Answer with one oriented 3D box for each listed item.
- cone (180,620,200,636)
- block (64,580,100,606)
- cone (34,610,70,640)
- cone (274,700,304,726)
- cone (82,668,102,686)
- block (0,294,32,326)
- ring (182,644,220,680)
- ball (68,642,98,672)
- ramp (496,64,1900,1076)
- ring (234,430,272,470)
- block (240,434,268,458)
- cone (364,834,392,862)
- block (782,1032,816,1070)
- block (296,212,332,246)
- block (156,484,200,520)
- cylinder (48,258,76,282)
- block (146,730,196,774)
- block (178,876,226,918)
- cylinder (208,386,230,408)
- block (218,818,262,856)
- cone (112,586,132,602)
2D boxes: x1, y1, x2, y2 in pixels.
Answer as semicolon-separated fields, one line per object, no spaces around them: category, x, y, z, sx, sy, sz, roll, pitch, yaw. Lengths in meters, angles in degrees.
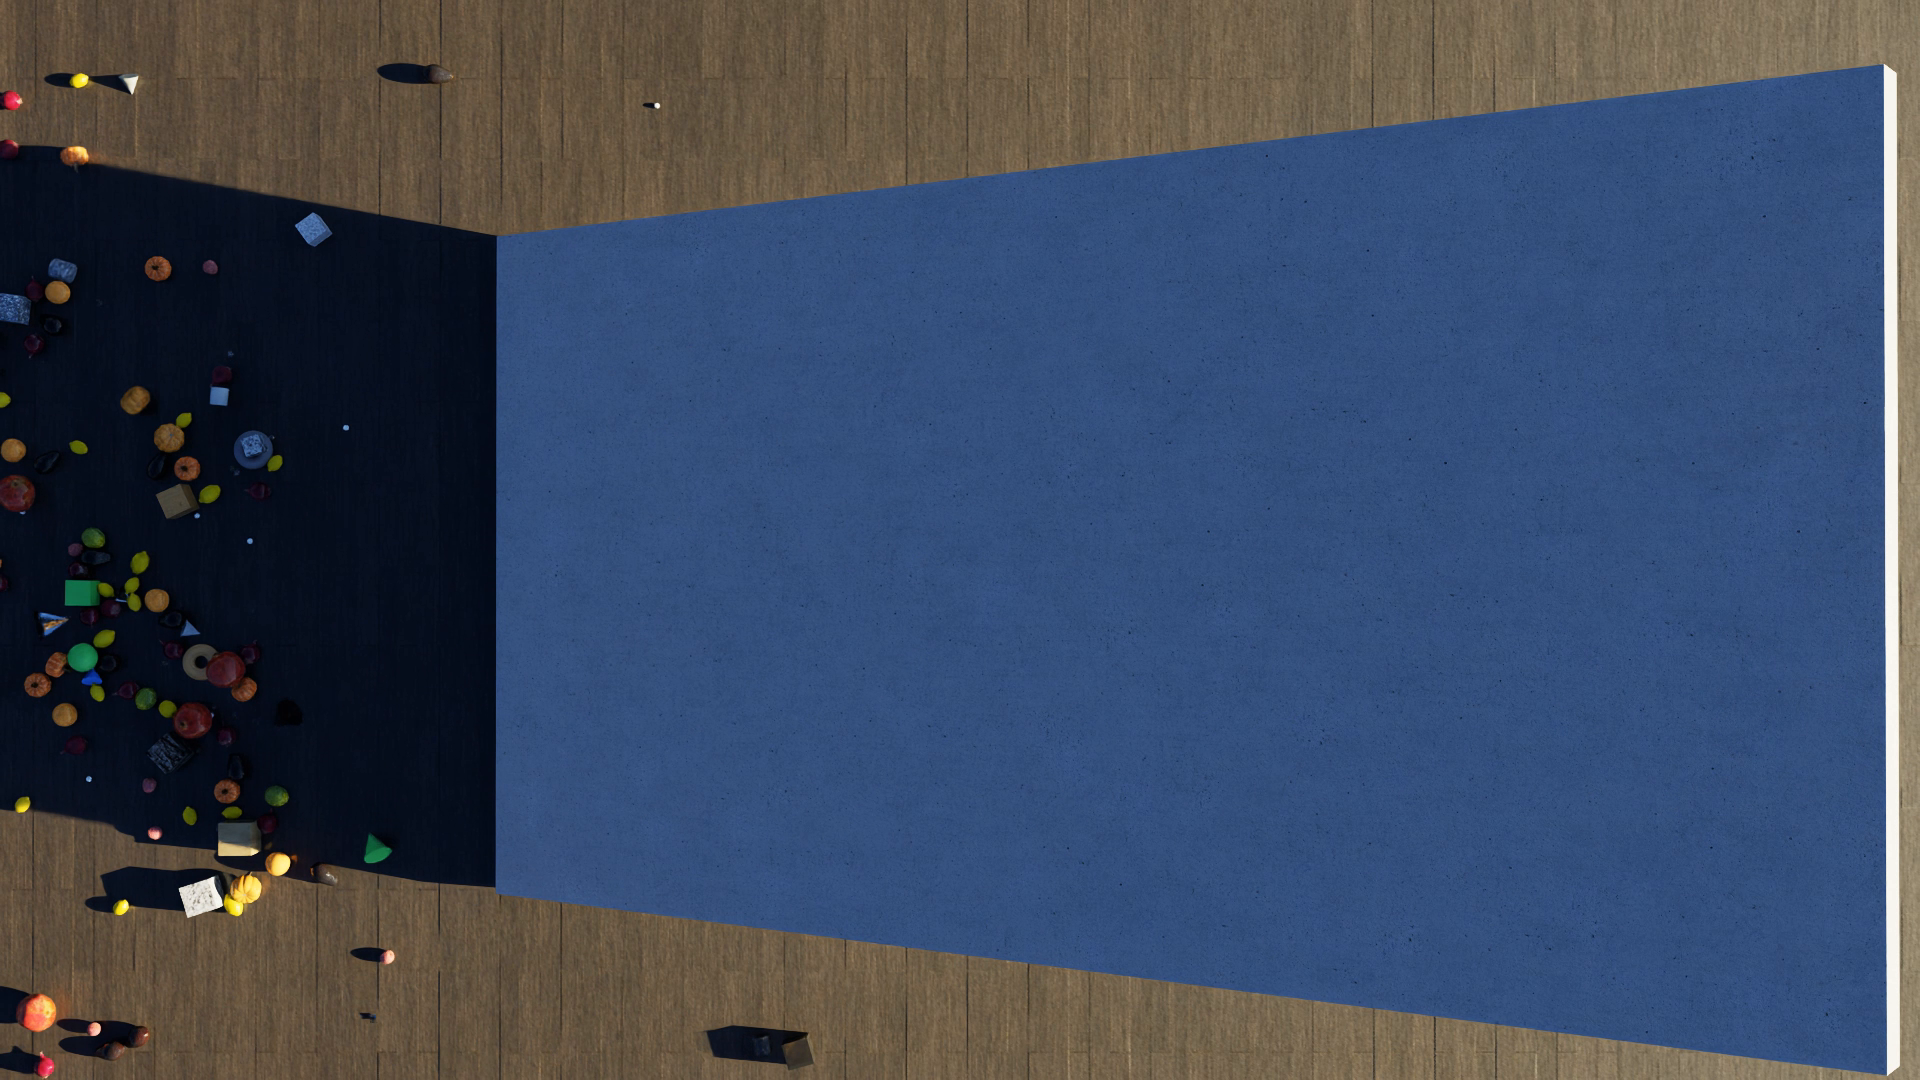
cone;-2.360;0.280;6.759;0.054;0.054;0.054;22;90;-27
block;-2.686;0.162;6.734;0.077;0.077;0.077;1;90;0
cone;-2.783;0.252;6.750;0.095;0.095;0.095;-13;90;-27
cone;-2.082;0.551;6.749;0.090;0.090;0.090;-34;90;26
cone;-2.666;0.407;6.757;0.060;0.060;0.060;-9;63;0
block;-2.908;-0.709;6.738;0.082;0.082;0.082;7;90;0
ring;-2.329;0.375;6.751;0.114;0.038;0.114;0;90;-4
ball;-2.683;0.359;6.726;0.089;0.089;0.089;0;90;0
ramp;0.239;0.066;5.561;4.000;0.100;2.000;0;89;36
ring;-2.171;-0.277;6.756;0.120;0.040;0.120;0;91;0
block;-2.152;-0.288;6.709;0.055;0.055;0.055;-19;91;-1
cone;-1.799;0.931;6.747;0.085;0.085;0.085;-29;63;0
block;-0.493;1.564;6.722;0.080;0.080;0.080;-16;90;0
block;-1.982;-0.952;6.746;0.069;0.069;0.069;-36;90;0
block;-2.395;-0.118;6.734;0.080;0.080;0.080;-25;90;0
cylinder;-2.755;-0.827;6.750;0.061;0.061;0.061;17;90;0
block;-2.412;0.649;6.724;0.089;0.089;0.089;-44;90;0
block;-2.313;1.088;6.719;0.093;0.093;0.093;-18;90;0
cylinder;-2.274;-0.441;6.751;0.053;0.053;0.053;10;81;0
block;-2.200;0.908;6.717;0.099;0.099;0.099;-1;90;0
cone;-2.567;0.179;6.760;0.052;0.052;0.052;39;90;-26
